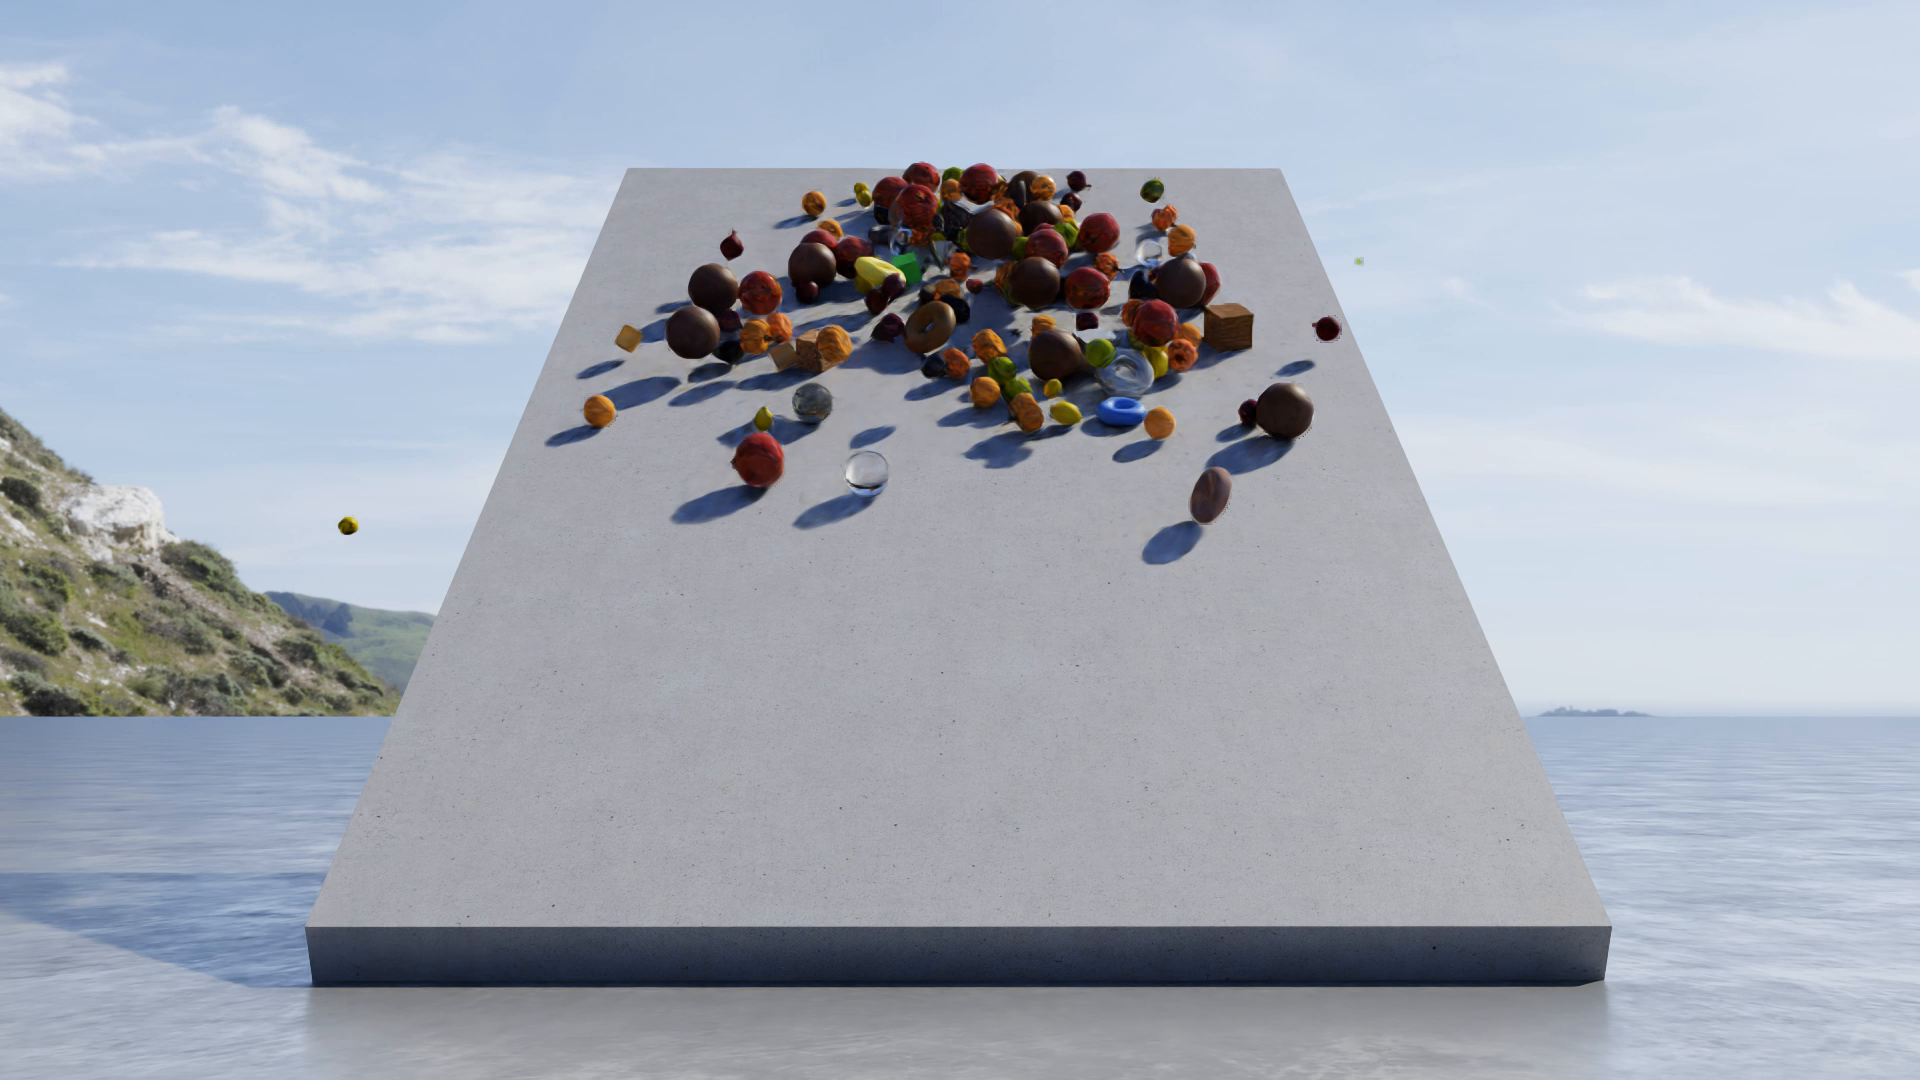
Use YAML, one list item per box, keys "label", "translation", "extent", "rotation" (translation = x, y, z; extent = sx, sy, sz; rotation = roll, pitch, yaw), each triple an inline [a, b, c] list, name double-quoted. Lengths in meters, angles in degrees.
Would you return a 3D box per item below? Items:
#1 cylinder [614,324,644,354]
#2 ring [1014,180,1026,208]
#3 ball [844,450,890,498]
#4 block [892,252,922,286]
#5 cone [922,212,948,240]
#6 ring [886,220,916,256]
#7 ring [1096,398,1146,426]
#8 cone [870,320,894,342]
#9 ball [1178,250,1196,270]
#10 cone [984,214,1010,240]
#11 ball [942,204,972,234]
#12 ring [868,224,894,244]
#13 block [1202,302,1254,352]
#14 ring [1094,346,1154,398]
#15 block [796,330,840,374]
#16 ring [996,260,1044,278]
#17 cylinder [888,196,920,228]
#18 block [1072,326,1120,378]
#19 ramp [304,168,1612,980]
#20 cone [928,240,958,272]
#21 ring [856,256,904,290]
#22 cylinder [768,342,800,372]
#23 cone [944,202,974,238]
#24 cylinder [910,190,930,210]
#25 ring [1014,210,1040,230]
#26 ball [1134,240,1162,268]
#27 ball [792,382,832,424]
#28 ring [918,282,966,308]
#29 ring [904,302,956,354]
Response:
- label: "cylinder"
  translation: [-0.807, -0.490, 5.730]
  extent: [0.052, 0.052, 0.052]
  rotation: [29, -7, 4]
- label: "ring"
  translation: [0.167, -0.962, 6.545]
  extent: [0.026, 0.077, 0.077]
  rotation: [3, -4, 6]
- label: "ball"
  translation: [-0.198, -0.141, 5.004]
  extent: [0.100, 0.100, 0.100]
  rotation: [0, -4, 0]
- label: "block"
  translation: [-0.140, -0.718, 6.230]
  extent: [0.061, 0.061, 0.061]
  rotation: [-17, 32, -1]
- label: "cone"
  translation: [-0.058, -0.858, 6.512]
  extent: [0.071, 0.071, 0.071]
  rotation: [-44, -2, -2]
- label: "ring"
  translation: [-0.161, -0.830, 6.443]
  extent: [0.037, 0.112, 0.112]
  rotation: [34, -18, -22]
- label: "ring"
  translation: [0.371, -0.294, 5.399]
  extent: [0.116, 0.039, 0.116]
  rotation: [0, 24, 0]
- label: "cone"
  translation: [-0.184, -0.508, 5.857]
  extent: [0.055, 0.055, 0.055]
  rotation: [40, 8, 15]
- label: "ball"
  translation: [0.613, -0.756, 6.347]
  extent: [0.051, 0.051, 0.051]
  rotation: [0, -4, 0]
- label: "cone"
  translation: [0.116, -0.860, 6.567]
  extent: [0.077, 0.077, 0.077]
  rotation: [-2, -12, 20]
- label: "ball"
  translation: [-0.007, -0.899, 6.576]
  extent: [0.084, 0.084, 0.084]
  rotation: [0, -4, 0]
- label: "ring"
  translation: [-0.207, -0.853, 6.564]
  extent: [0.103, 0.034, 0.103]
  rotation: [3, 27, -1]
- label: "block"
  translation: [0.665, -0.528, 5.827]
  extent: [0.090, 0.090, 0.090]
  rotation: [-10, 27, -19]
- label: "ring"
  translation: [0.386, -0.394, 5.536]
  extent: [0.145, 0.145, 0.048]
  rotation: [1, -33, -13]
- label: "block"
  translation: [-0.346, -0.457, 5.691]
  extent: [0.076, 0.076, 0.076]
  rotation: [13, 28, 25]
- label: "ring"
  translation: [0.159, -0.722, 6.254]
  extent: [0.131, 0.044, 0.131]
  rotation: [-4, 9, 1]
- label: "cylinder"
  translation: [-0.158, -0.909, 6.523]
  extent: [0.082, 0.082, 0.082]
  rotation: [0, -3, -6]
- label: "block"
  translation: [0.327, -0.454, 5.669]
  extent: [0.086, 0.086, 0.086]
  rotation: [-12, 26, -20]
- label: "ramp"
  translation: [-0.009, -0.229, 5.420]
  extent: [2.000, 0.100, 4.000]
  rotation: [0, 26, 0]
- label: "cone"
  translation: [-0.047, -0.745, 6.258]
  extent: [0.078, 0.078, 0.078]
  rotation: [2, -23, 1]
- label: "ring"
  translation: [-0.205, -0.686, 6.035]
  extent: [0.138, 0.046, 0.138]
  rotation: [23, 16, -7]
- label: "cylinder"
  translation: [-0.424, -0.441, 5.650]
  extent: [0.055, 0.055, 0.055]
  rotation: [-29, 0, -8]
- label: "cone"
  translation: [-0.023, -0.870, 6.484]
  extent: [0.093, 0.093, 0.093]
  rotation: [27, -2, 1]
- label: "cylinder"
  translation: [-0.118, -0.988, 6.822]
  extent: [0.054, 0.054, 0.054]
  rotation: [2, -4, 3]
- label: "ring"
  translation: [0.188, -0.899, 6.604]
  extent: [0.081, 0.027, 0.081]
  rotation: [-29, -13, -8]
- label: "ball"
  translation: [0.511, -0.776, 6.361]
  extent: [0.075, 0.075, 0.075]
  rotation: [0, -4, 0]
- label: "ball"
  translation: [-0.337, -0.312, 5.368]
  extent: [0.093, 0.093, 0.093]
  rotation: [0, -4, 0]
- label: "ring"
  translation: [-0.047, -0.636, 6.106]
  extent: [0.121, 0.040, 0.121]
  rotation: [1, 26, -1]
- label: "ring"
  translation: [-0.076, -0.524, 5.789]
  extent: [0.146, 0.146, 0.049]
  rotation: [-3, -33, 38]
